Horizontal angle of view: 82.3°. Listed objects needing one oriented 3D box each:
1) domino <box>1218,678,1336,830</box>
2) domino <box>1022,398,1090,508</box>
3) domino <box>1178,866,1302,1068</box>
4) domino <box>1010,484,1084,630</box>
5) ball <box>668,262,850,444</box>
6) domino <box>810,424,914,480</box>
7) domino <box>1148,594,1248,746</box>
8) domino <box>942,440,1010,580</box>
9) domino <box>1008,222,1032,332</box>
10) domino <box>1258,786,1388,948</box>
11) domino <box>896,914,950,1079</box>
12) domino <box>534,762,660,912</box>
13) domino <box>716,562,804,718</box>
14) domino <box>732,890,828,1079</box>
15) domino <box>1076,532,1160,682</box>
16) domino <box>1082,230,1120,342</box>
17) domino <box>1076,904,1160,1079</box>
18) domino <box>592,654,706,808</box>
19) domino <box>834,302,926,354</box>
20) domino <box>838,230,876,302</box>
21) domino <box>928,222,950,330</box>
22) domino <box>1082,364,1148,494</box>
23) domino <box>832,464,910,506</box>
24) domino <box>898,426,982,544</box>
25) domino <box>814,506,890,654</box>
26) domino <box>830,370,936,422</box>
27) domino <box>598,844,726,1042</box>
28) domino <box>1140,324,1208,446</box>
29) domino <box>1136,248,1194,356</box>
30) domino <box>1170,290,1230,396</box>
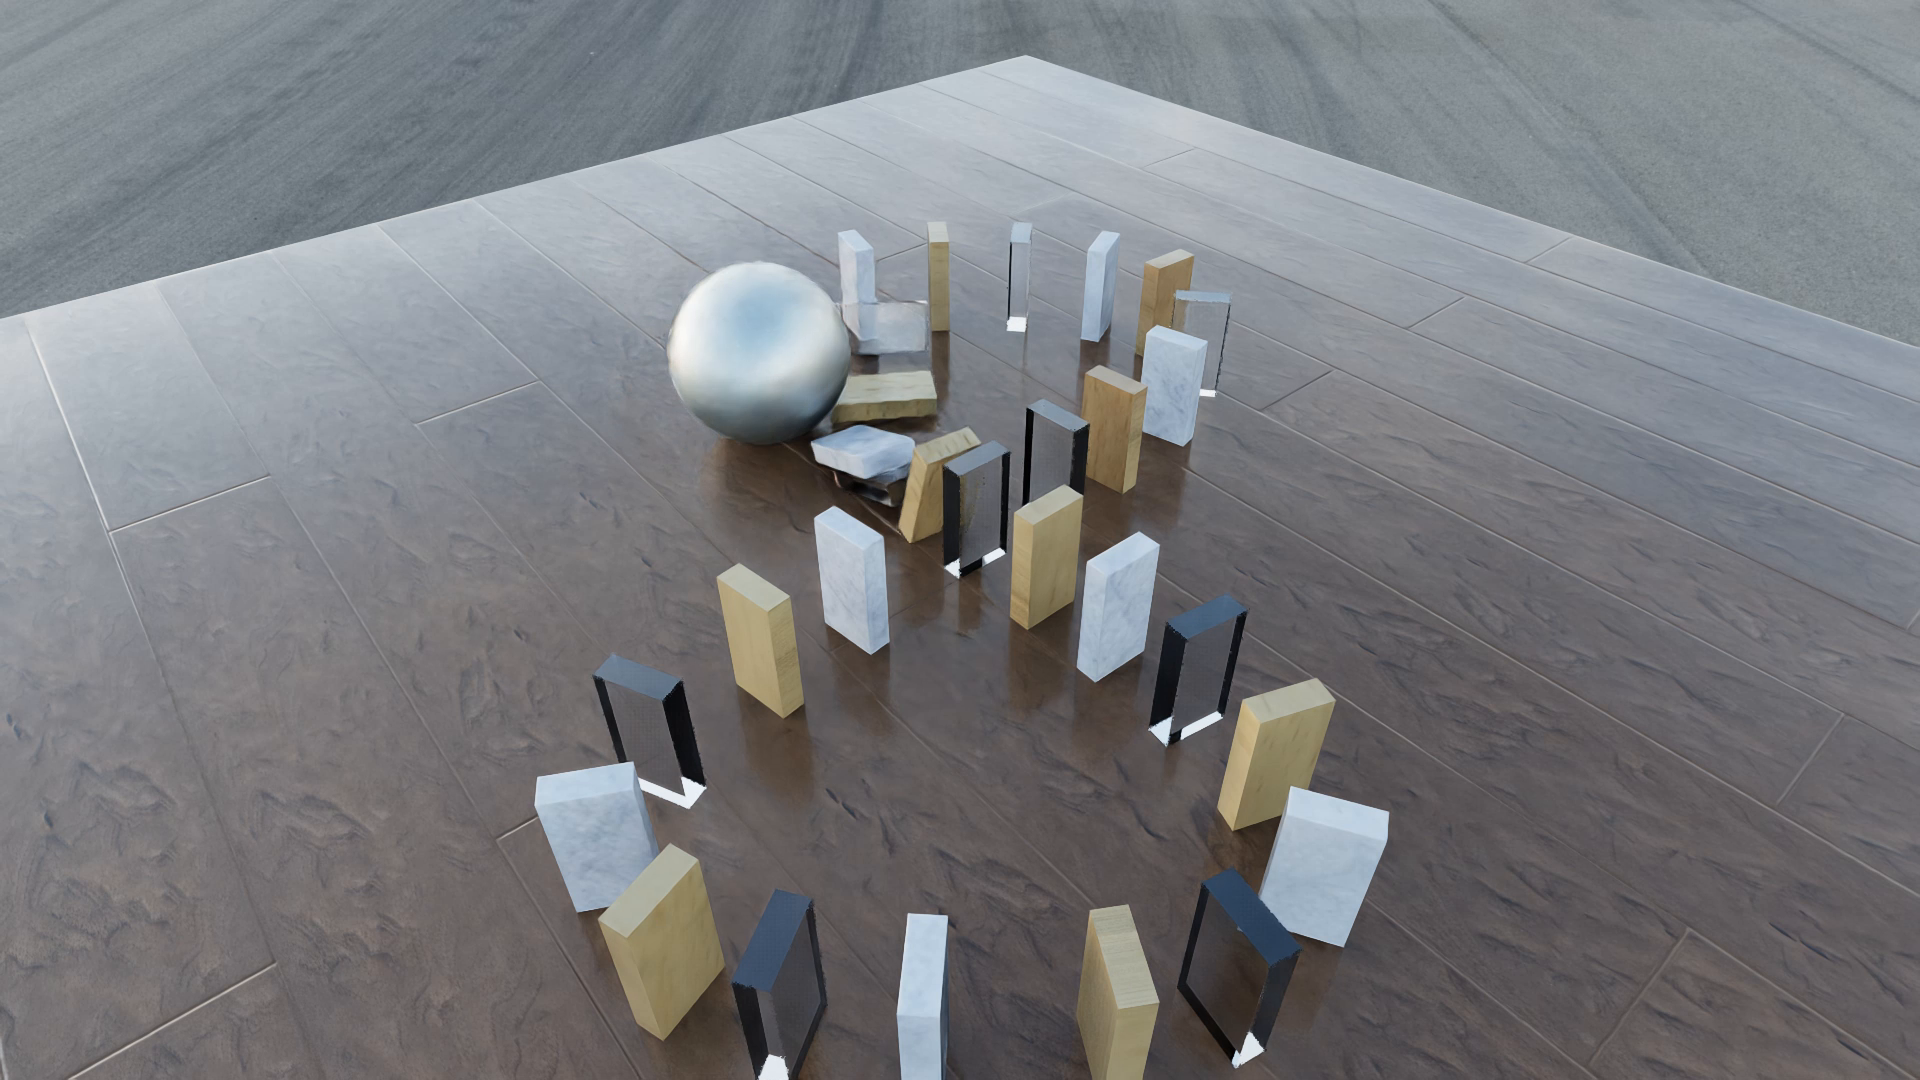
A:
[{"bbox_3d":[0.095,0.065,0.332,0.025,0.050,0.010,-13,41,-15],"label":"domino"},{"bbox_3d":[0.039,-0.030,0.448,0.010,0.050,0.025,-31,49,-32],"label":"domino"},{"bbox_3d":[0.070,0.109,0.279,0.009,0.050,0.025,-19,43,-22],"label":"domino"},{"bbox_3d":[0.031,0.007,0.403,0.025,0.050,0.009,-29,48,-31],"label":"domino"},{"bbox_3d":[-0.089,-0.083,0.489,0.080,0.080,0.080,0,39,0],"label":"ball"},{"bbox_3d":[-0.042,-0.038,0.471,0.025,0.010,0.050,-23,23,-25],"label":"domino"},{"bbox_3d":[0.077,0.043,0.359,0.025,0.050,0.009,-21,44,-24],"label":"domino"},{"bbox_3d":[0.006,-0.011,0.425,0.025,0.050,0.009,-28,47,-30],"label":"domino"},{"bbox_3d":[0.032,-0.139,0.581,0.009,0.050,0.025,4,40,5],"label":"domino"},{"bbox_3d":[0.098,0.090,0.301,0.025,0.050,0.009,13,41,15],"label":"domino"},{"bbox_3d":[-0.008,0.117,0.269,0.009,0.050,0.025,2,39,3],"label":"domino"},{"bbox_3d":[-0.100,0.084,0.309,0.025,0.050,0.010,-8,40,-10],"label":"domino"},{"bbox_3d":[-0.067,0.034,0.370,0.025,0.050,0.009,29,47,31],"label":"domino"},{"bbox_3d":[-0.044,0.113,0.274,0.010,0.050,0.025,10,40,12],"label":"domino"},{"bbox_3d":[0.055,0.024,0.382,0.025,0.050,0.009,-28,47,-30],"label":"domino"},{"bbox_3d":[0.073,-0.132,0.572,0.010,0.050,0.025,15,42,17],"label":"domino"},{"bbox_3d":[0.038,0.115,0.271,0.009,0.050,0.025,-6,40,-7],"label":"domino"},{"bbox_3d":[-0.095,0.060,0.339,0.025,0.050,0.010,16,42,19],"label":"domino"},{"bbox_3d":[-0.042,-0.108,0.562,0.050,0.025,0.010,-1,17,-2],"label":"domino"},{"bbox_3d":[-0.053,-0.133,0.573,0.009,0.050,0.025,-17,42,-19],"label":"domino"},{"bbox_3d":[-0.011,-0.139,0.581,0.009,0.050,0.025,-3,39,-4],"label":"domino"},{"bbox_3d":[0.064,-0.047,0.469,0.025,0.050,0.009,31,48,32],"label":"domino"},{"bbox_3d":[-0.031,-0.027,0.462,0.025,0.010,0.050,-23,23,-26],"label":"domino"},{"bbox_3d":[-0.008,-0.021,0.437,0.025,0.050,0.009,-23,61,-26],"label":"domino"},{"bbox_3d":[-0.038,0.015,0.393,0.025,0.050,0.009,31,48,32],"label":"domino"},{"bbox_3d":[-0.037,-0.069,0.528,0.050,0.010,0.025,-5,40,-6],"label":"domino"},{"bbox_3d":[-0.076,0.104,0.284,0.009,0.050,0.025,21,44,23],"label":"domino"},{"bbox_3d":[0.095,-0.069,0.496,0.025,0.050,0.009,25,46,27],"label":"domino"},{"bbox_3d":[0.103,-0.119,0.557,0.025,0.050,0.009,-27,46,-29],"label":"domino"},{"bbox_3d":[0.113,-0.094,0.526,0.025,0.050,0.009,6,40,7],"label":"domino"}]
